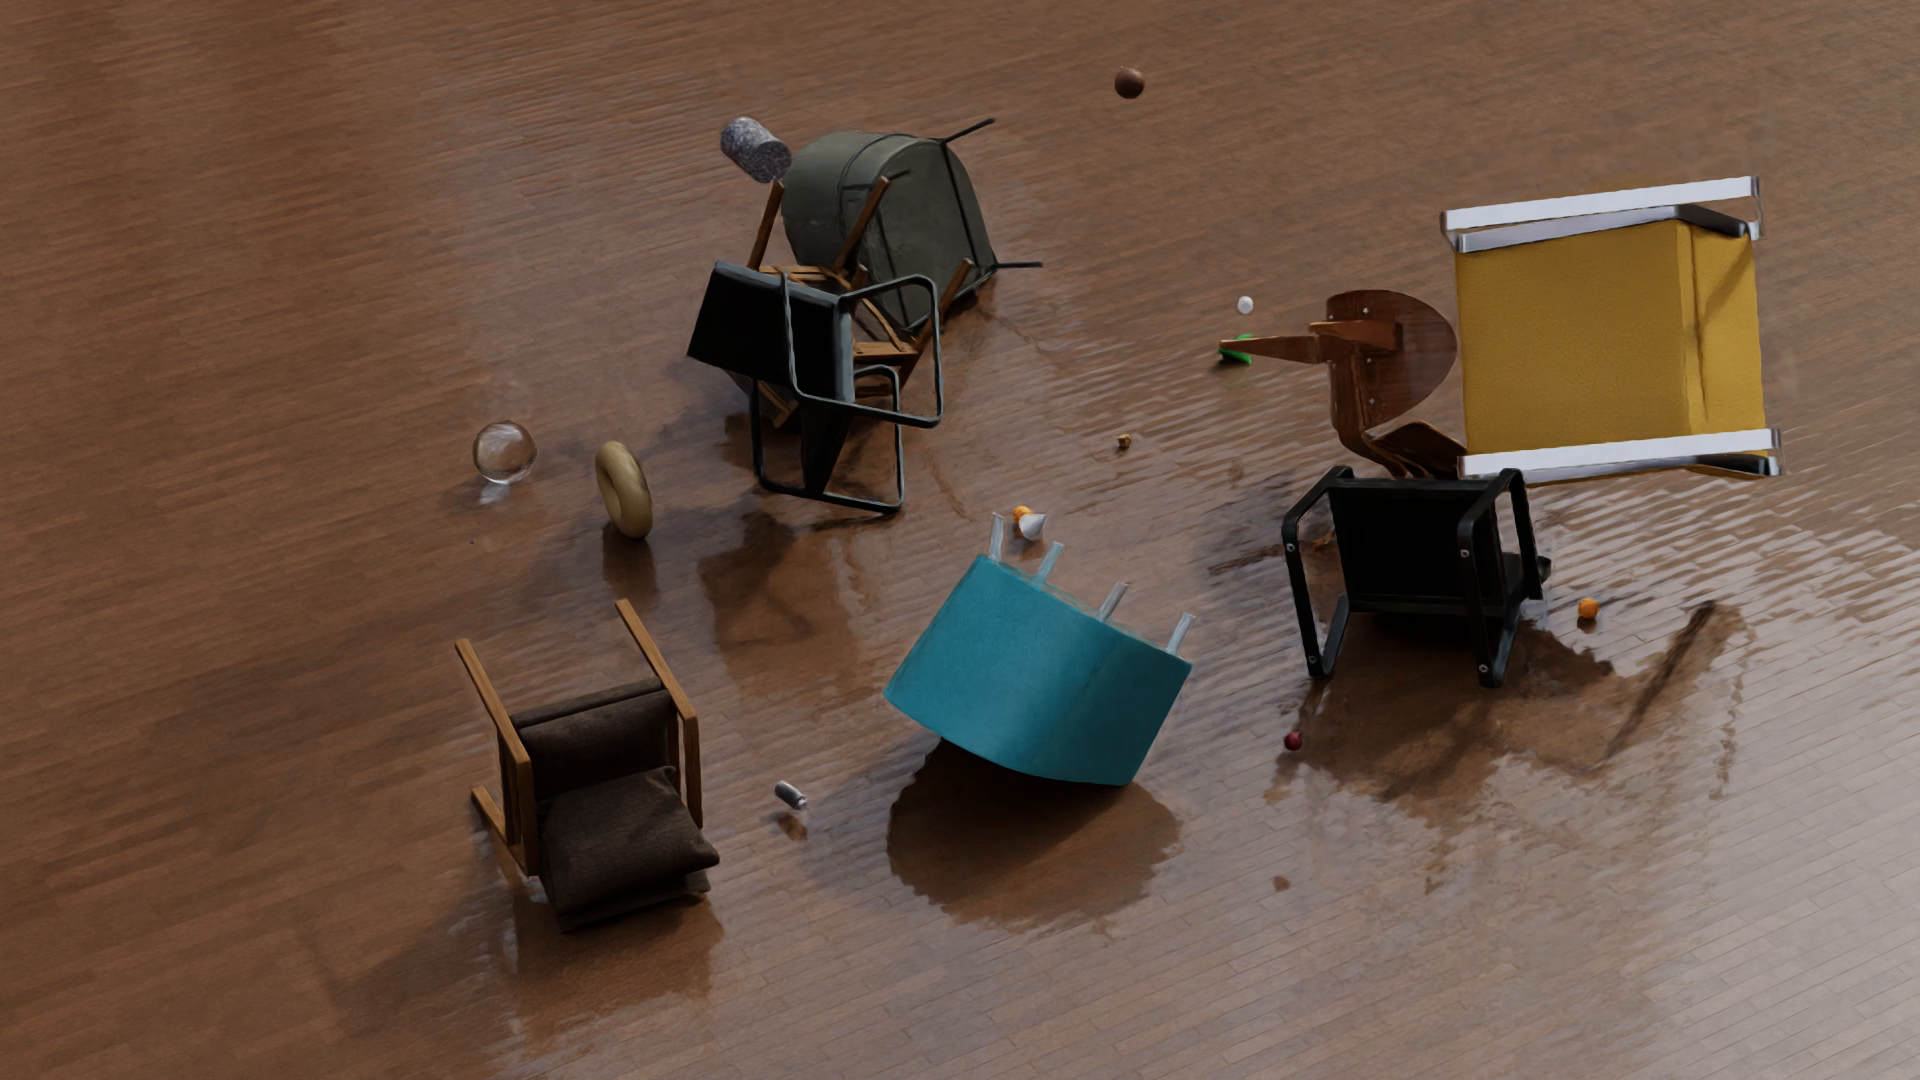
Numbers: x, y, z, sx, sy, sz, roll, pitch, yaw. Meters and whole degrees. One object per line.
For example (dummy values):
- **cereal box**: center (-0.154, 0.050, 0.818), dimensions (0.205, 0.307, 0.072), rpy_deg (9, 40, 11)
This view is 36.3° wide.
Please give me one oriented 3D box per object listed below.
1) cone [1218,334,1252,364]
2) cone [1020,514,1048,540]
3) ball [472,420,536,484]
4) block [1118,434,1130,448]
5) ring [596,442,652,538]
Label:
- **cone**: center (1.162, -0.762, 12.051), dimensions (0.187, 0.124, 0.111), rpy_deg (-17, 66, -43)
- **cone**: center (0.296, -0.072, 10.926), dimensions (0.104, 0.087, 0.177), rpy_deg (49, 28, -3)
- **ball**: center (-1.745, -0.337, 11.235), dimensions (0.243, 0.243, 0.243), rpy_deg (0, 33, 0)
- **block**: center (0.644, -0.390, 11.493), dimensions (0.033, 0.040, 0.035), rpy_deg (5, 30, 33)
- **ring**: center (-1.248, -0.186, 10.903), dimensions (0.115, 0.361, 0.451), rpy_deg (-17, 28, -18)
